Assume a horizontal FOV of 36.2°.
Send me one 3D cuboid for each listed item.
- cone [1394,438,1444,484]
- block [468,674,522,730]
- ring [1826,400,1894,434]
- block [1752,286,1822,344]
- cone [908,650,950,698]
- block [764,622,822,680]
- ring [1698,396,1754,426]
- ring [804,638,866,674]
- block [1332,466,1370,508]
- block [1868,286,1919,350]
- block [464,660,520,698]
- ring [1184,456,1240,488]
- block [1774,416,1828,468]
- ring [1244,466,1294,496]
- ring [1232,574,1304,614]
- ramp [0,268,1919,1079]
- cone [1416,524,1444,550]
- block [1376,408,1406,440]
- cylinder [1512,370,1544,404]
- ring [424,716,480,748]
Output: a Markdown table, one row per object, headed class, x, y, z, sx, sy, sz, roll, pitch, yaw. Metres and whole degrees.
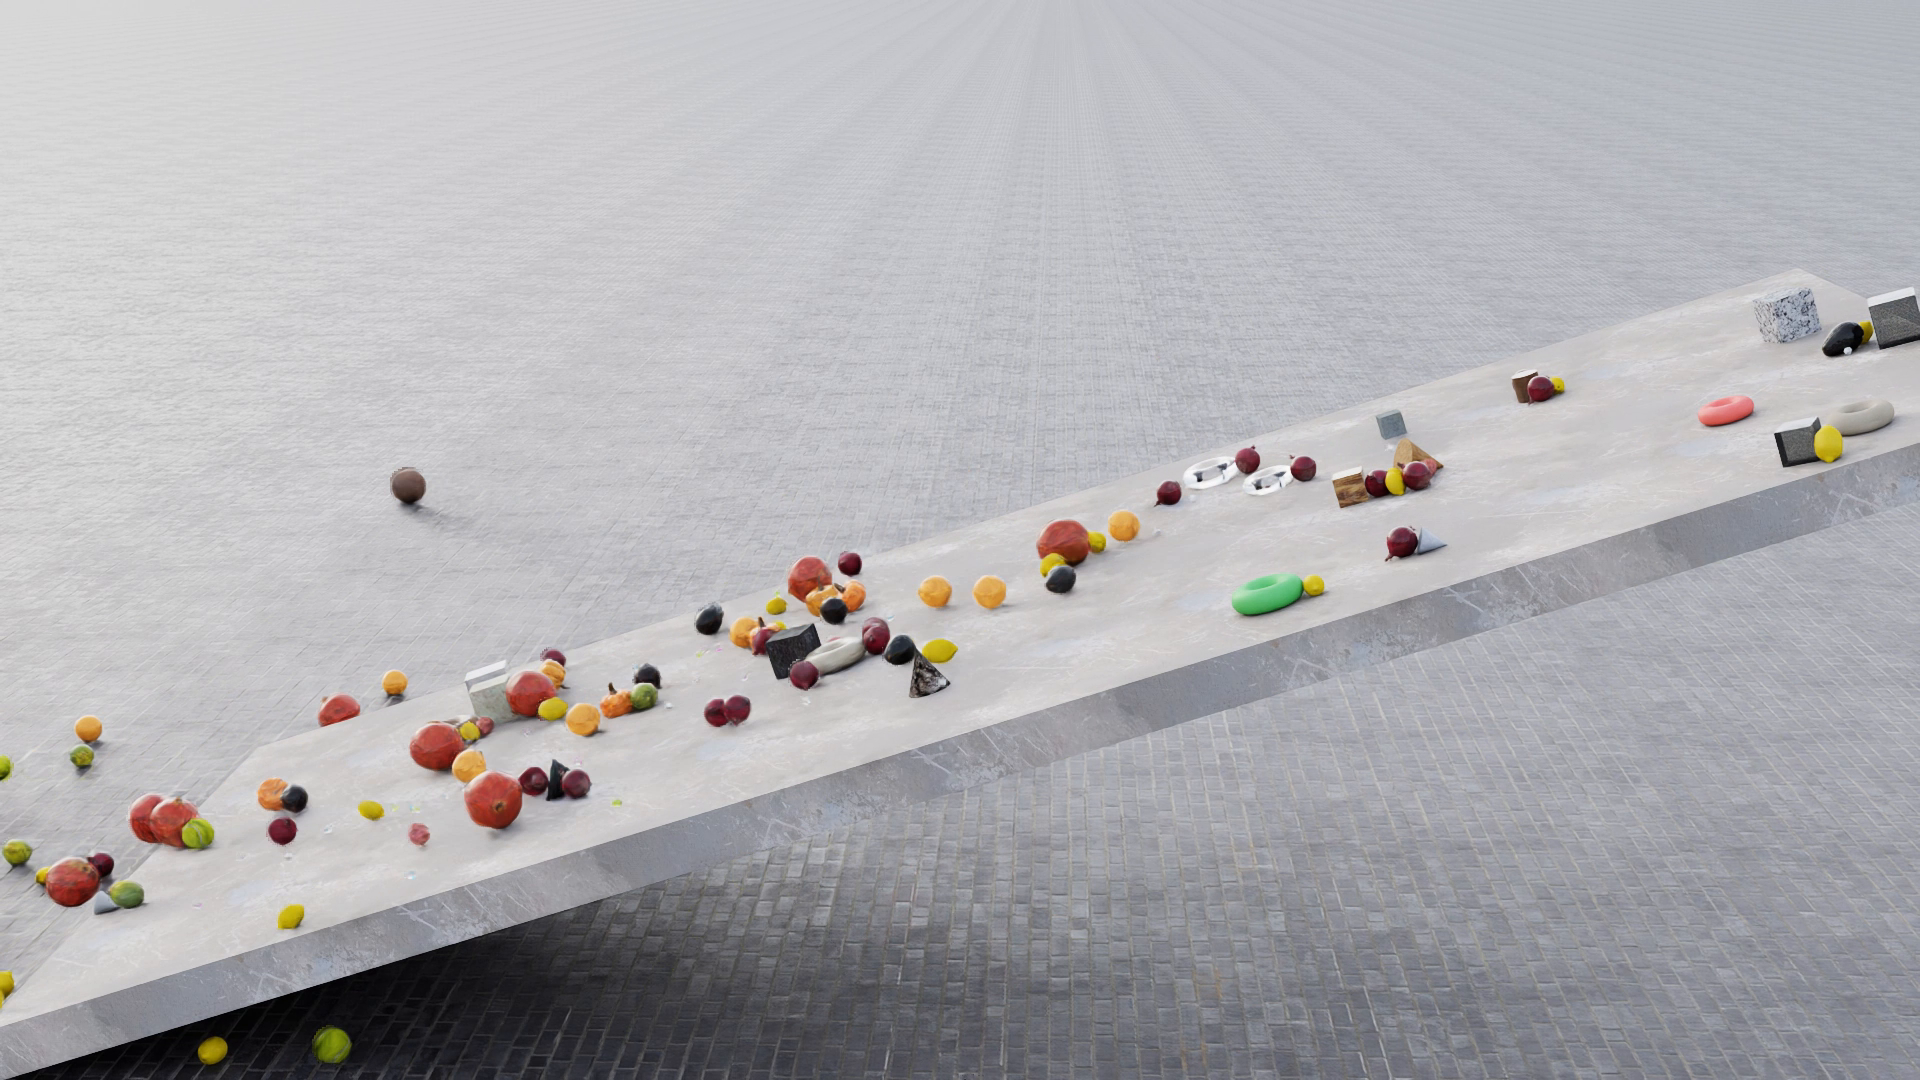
| class | x | y | z | sx | sy | sz | roll | pitch | yaw |
| --- | --- | --- | --- | --- | --- | --- | --- | --- | --- |
| cone | 0.977 | -0.161 | 6.196 | 0.097 | 0.097 | 0.097 | 7 | 10 | -15 |
| block | -1.073 | 0.373 | 6.799 | 0.091 | 0.091 | 0.091 | -18 | 10 | 1 |
| ring | 1.650 | -0.225 | 5.389 | 0.122 | 0.041 | 0.122 | -17 | 11 | 3 |
| block | 1.787 | -0.486 | 6.357 | 0.094 | 0.094 | 0.094 | -20 | 11 | -9 |
| cone | -0.073 | 0.252 | 5.733 | 0.086 | 0.086 | 0.086 | -18 | 10 | 3 |
| block | -0.352 | 0.238 | 6.284 | 0.085 | 0.085 | 0.085 | -14 | 11 | 24 |
| ring | 1.509 | -0.255 | 5.794 | 0.110 | 0.037 | 0.110 | -16 | 10 | 3 |
| ring | -0.264 | 0.245 | 6.207 | 0.136 | 0.045 | 0.136 | -19 | 10 | 4 |
| block | 0.818 | -0.111 | 6.153 | 0.062 | 0.062 | 0.062 | -16 | 11 | 14 |
| block | 1.904 | -0.451 | 5.979 | 0.092 | 0.092 | 0.092 | -15 | 11 | 19 |
| block | -1.103 | 0.353 | 6.938 | 0.098 | 0.098 | 0.098 | -19 | 10 | -3 |
| ring | 0.584 | -0.156 | 6.838 | 0.137 | 0.046 | 0.137 | -17 | 11 | 3 |
| block | 1.514 | -0.177 | 5.297 | 0.066 | 0.066 | 0.066 | -12 | 12 | 33 |
| ring | 0.689 | -0.133 | 6.555 | 0.119 | 0.040 | 0.119 | -19 | 11 | 4 |
| ring | 0.577 | 0.101 | 5.517 | 0.140 | 0.047 | 0.140 | -16 | 11 | 3 |
| ramp | 0.101 | 0.183 | 6.310 | 4.000 | 0.100 | 2.000 | -17 | 10 | 5 |
| cone | 0.892 | 0.005 | 5.536 | 0.054 | 0.054 | 0.054 | 28 | 17 | 9 |
| block | 0.982 | -0.264 | 6.696 | 0.051 | 0.051 | 0.051 | -18 | 10 | 1 |
| cylinder | 1.273 | -0.344 | 6.593 | 0.060 | 0.060 | 0.060 | -18 | 10 | 3 |
| ring | -1.163 | 0.439 | 6.742 | 0.134 | 0.045 | 0.134 | -17 | 11 | 4 |
